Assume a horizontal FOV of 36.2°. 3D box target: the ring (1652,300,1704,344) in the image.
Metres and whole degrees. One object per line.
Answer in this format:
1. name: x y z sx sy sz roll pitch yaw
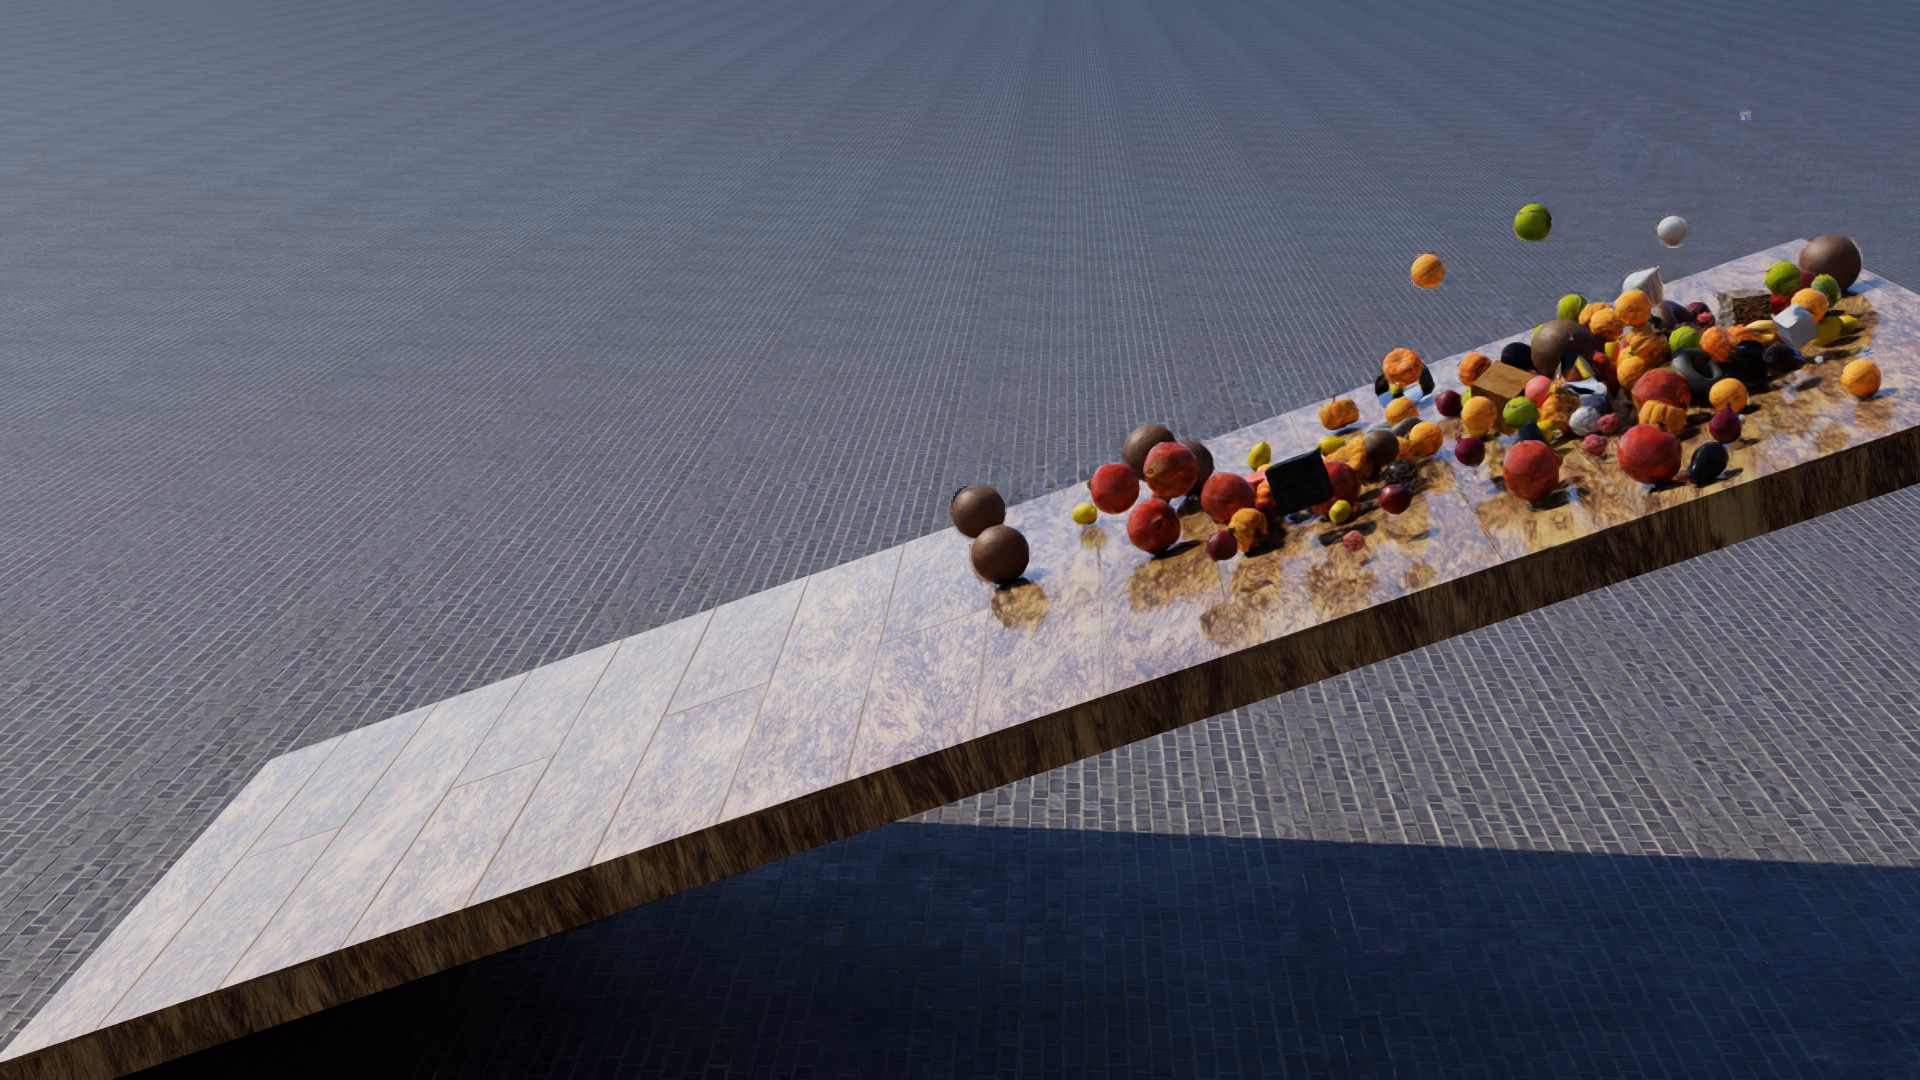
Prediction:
1. ring: 1.533 -0.456 6.283 0.137 0.046 0.137 29 35 -23

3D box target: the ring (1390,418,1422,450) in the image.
1. ring: 0.946 -0.225 6.261 0.089 0.089 0.030 -11 51 -40

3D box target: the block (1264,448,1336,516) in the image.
1. block: 0.675 -0.114 5.837 0.097 0.097 0.097 -20 4 19

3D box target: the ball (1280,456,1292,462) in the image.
1. ball: 0.719 -0.152 6.409 0.059 0.059 0.059 0 13 0

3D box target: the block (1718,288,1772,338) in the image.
1. block: 1.647 -0.478 6.170 0.082 0.082 0.082 -8 15 -7

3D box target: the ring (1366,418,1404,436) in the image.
1. ring: 0.949 -0.236 6.470 0.115 0.038 0.115 -19 11 4

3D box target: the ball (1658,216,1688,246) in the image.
1. ball: 1.431 -0.621 5.905 0.060 0.060 0.060 0 13 0

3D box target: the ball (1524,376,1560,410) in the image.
1. ball: 1.190 -0.300 6.015 0.070 0.070 0.070 0 13 0

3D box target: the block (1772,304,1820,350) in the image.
1. block: 1.664 -0.425 5.855 0.057 0.057 0.057 -33 31 -1

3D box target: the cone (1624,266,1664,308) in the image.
1. cone: 1.449 -0.548 6.166 0.090 0.090 0.090 -3 -27 -12

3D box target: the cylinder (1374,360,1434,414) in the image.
1. cylinder: 1.020 -0.353 6.753 0.096 0.096 0.096 -26 25 -30

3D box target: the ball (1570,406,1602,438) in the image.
1. ball: 1.250 -0.235 5.876 0.063 0.063 0.063 0 13 0

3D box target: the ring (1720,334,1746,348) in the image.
1. ring: 1.641 -0.424 6.197 0.078 0.026 0.078 -19 11 4

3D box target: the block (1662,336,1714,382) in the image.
1. block: 1.497 -0.369 6.036 0.068 0.068 0.068 -28 21 -18

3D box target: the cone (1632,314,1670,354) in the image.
1. cone: 1.379 -0.400 5.946 0.083 0.083 0.083 13 48 46

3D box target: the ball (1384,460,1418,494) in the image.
1. ball: 0.894 -0.129 5.966 0.070 0.070 0.070 0 13 0

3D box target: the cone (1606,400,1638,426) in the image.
1. cone: 1.334 -0.267 5.881 0.058 0.058 0.058 -29 24 -23

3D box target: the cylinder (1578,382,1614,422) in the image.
1. cylinder: 1.291 -0.279 5.948 0.060 0.060 0.060 10 -25 39

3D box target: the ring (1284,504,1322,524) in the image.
1. ring: 0.706 -0.056 6.056 0.080 0.027 0.080 -19 15 5

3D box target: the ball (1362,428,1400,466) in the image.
1. ball: 0.863 -0.190 6.025 0.075 0.075 0.075 0 13 0

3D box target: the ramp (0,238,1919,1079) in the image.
1. ramp: 0.112 0.178 6.301 4.000 0.100 2.000 -19 11 6

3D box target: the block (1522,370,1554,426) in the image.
1. block: 1.207 -0.298 6.195 0.084 0.084 0.084 -10 15 42

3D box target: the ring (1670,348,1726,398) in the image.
1. ring: 1.462 -0.331 5.823 0.122 0.041 0.122 16 45 -16

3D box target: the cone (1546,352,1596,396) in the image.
1. cone: 1.213 -0.314 5.924 0.096 0.096 0.096 -10 -17 -38

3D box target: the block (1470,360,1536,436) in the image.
1. block: 1.125 -0.294 6.090 0.096 0.096 0.096 25 50 32

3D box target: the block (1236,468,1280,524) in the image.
1. block: 0.638 -0.094 6.211 0.085 0.085 0.085 -18 11 10

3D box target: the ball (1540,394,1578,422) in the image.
1. ball: 1.236 -0.285 6.088 0.081 0.081 0.081 0 13 0

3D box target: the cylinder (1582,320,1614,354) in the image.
1. cylinder: 1.436 -0.456 6.619 0.060 0.060 0.060 -19 11 4

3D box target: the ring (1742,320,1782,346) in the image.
1. ring: 1.658 -0.426 6.061 0.092 0.031 0.092 3 -21 1
